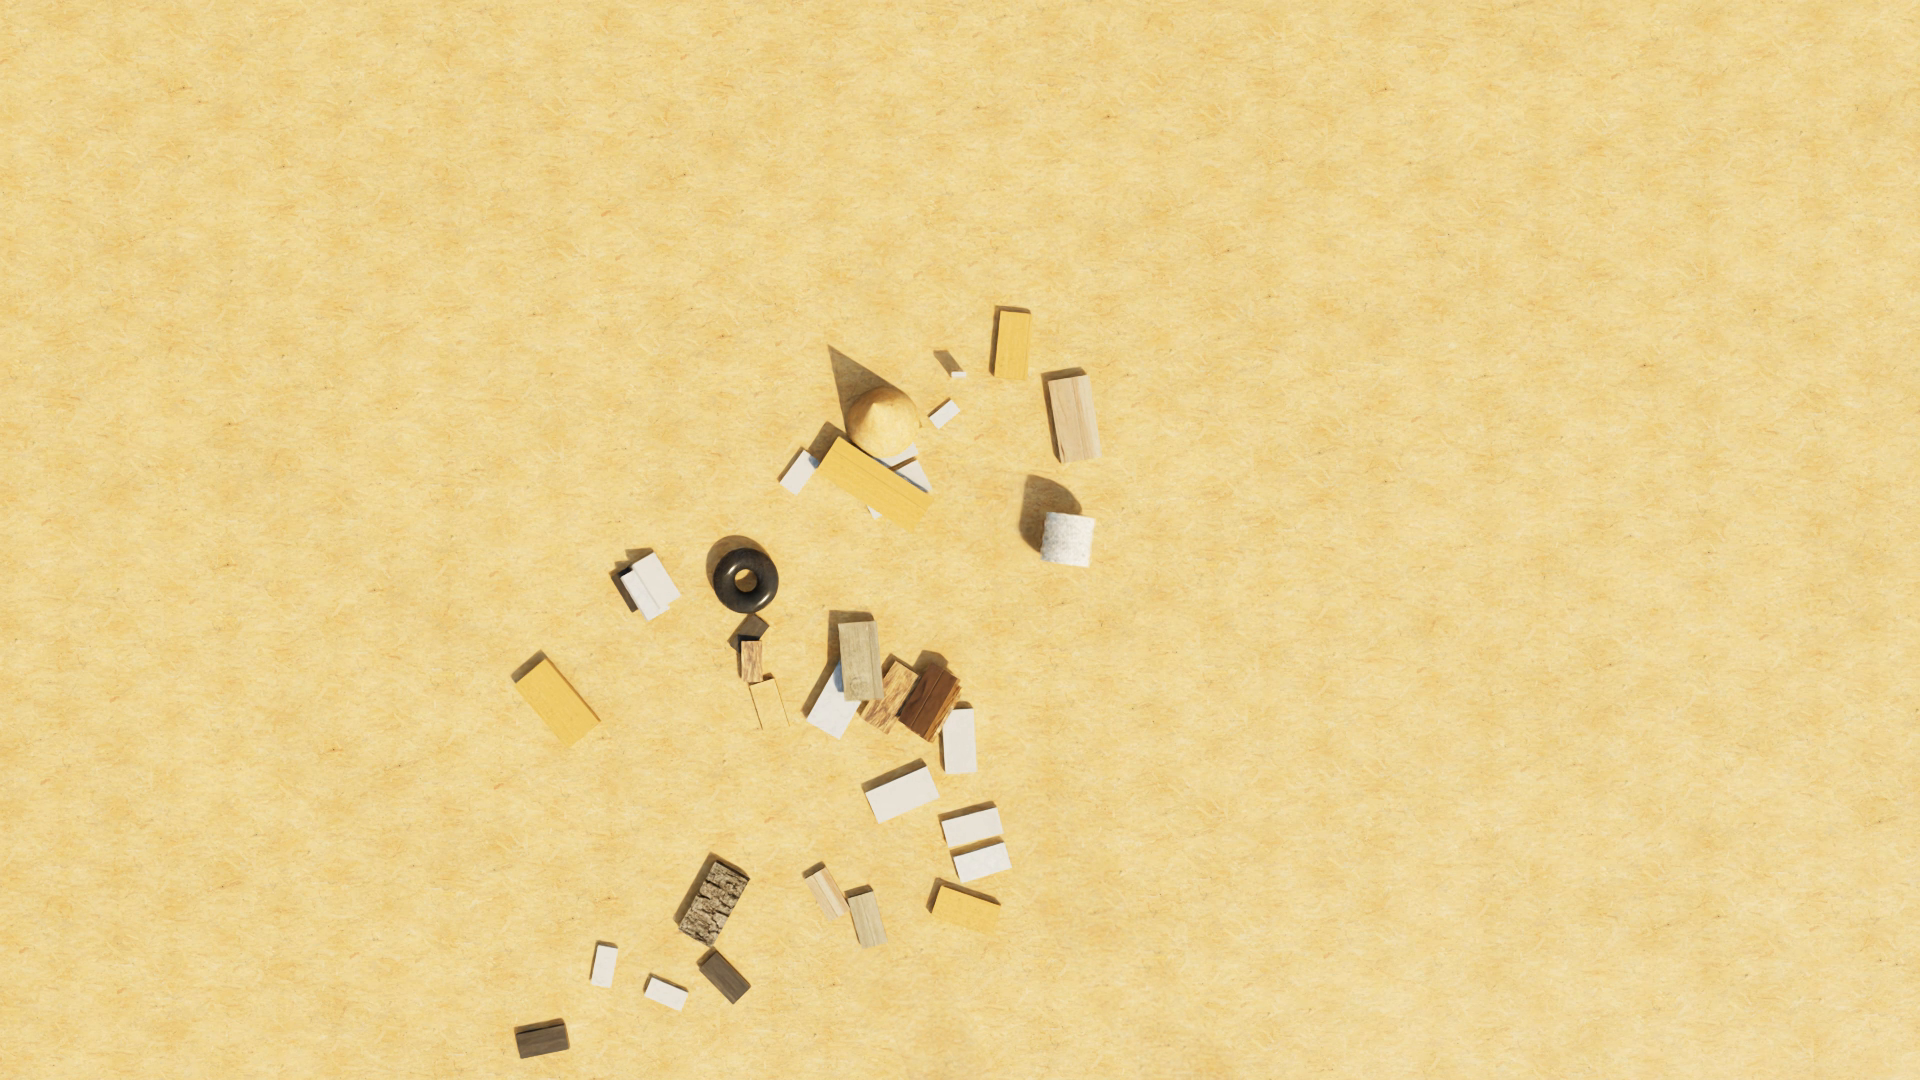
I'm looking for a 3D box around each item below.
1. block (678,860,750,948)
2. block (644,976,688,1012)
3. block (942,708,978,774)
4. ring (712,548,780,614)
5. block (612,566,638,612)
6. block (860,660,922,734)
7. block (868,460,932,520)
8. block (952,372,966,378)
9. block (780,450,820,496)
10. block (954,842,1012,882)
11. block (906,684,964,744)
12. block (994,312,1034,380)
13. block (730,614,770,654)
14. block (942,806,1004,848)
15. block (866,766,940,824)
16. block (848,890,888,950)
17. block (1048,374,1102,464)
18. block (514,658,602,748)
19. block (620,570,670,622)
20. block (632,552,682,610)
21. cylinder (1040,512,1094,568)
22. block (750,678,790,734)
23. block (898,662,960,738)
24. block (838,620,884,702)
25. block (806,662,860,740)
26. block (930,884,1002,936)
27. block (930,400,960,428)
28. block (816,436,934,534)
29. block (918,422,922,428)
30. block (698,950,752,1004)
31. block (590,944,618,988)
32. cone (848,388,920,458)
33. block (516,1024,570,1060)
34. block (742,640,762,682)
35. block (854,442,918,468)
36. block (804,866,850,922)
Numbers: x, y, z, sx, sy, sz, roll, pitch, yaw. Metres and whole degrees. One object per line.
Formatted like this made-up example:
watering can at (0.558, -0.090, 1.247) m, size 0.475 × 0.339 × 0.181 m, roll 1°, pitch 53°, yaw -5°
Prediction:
block at (-0.818, 1.210, 5.482) m, size 0.129 × 0.036 × 0.257 m, roll 29°, pitch 90°, yaw 0°
block at (-0.976, 1.511, 5.491) m, size 0.132 × 0.019 × 0.066 m, roll 23°, pitch 90°, yaw 0°
block at (-0.002, 0.668, 5.485) m, size 0.105 × 0.030 × 0.211 m, roll -3°, pitch 90°, yaw 0°
ring at (-0.709, 0.135, 5.464) m, size 0.221 × 0.074 × 0.221 m, roll 0°, pitch 91°, yaw 0°
block at (-1.097, 0.166, 5.490) m, size 0.069 × 0.020 × 0.138 m, roll -31°, pitch 90°, yaw 0°
block at (-0.227, 0.524, 5.484) m, size 0.111 × 0.031 × 0.222 m, roll 33°, pitch 90°, yaw 0°
block at (-0.213, -0.167, 5.485) m, size 0.219 × 0.031 × 0.109 m, roll -28°, pitch 90°, yaw 0°
block at (-0.003, -0.544, 5.451) m, size 0.049 × 0.097 × 0.014 m, roll 0°, pitch 90°, yaw 0°
block at (-0.532, -0.223, 5.490) m, size 0.069 × 0.020 × 0.138 m, roll 37°, pitch 90°, yaw 0°
block at (0.075, 1.072, 5.488) m, size 0.176 × 0.025 × 0.088 m, roll -17°, pitch 90°, yaw 0°
block at (-0.083, 0.556, 5.465) m, size 0.105 × 0.030 × 0.211 m, roll 31°, pitch 90°, yaw 24°
block at (0.179, -0.645, 5.485) m, size 0.109 × 0.031 × 0.219 m, roll 6°, pitch 90°, yaw 0°
block at (-0.700, 0.319, 5.491) m, size 0.066 × 0.019 × 0.132 m, roll 38°, pitch 90°, yaw 0°
block at (0.042, 0.954, 5.488) m, size 0.190 × 0.025 × 0.088 m, roll -15°, pitch 90°, yaw 0°
block at (-0.190, 0.846, 5.484) m, size 0.222 × 0.031 × 0.111 m, roll -24°, pitch 90°, yaw 0°
block at (-0.307, 1.263, 5.488) m, size 0.088 × 0.025 × 0.176 m, roll -16°, pitch 90°, yaw 0°
block at (0.382, -0.400, 5.480) m, size 0.138 × 0.039 × 0.275 m, roll -9°, pitch 90°, yaw 0°
block at (-1.337, 0.544, 5.480) m, size 0.138 × 0.039 × 0.275 m, roll -40°, pitch 90°, yaw 0°
block at (-1.044, 0.177, 5.470) m, size 0.085 × 0.024 × 0.170 m, roll -31°, pitch 90°, yaw -28°
block at (-1.007, 0.136, 5.470) m, size 0.085 × 0.024 × 0.170 m, roll -32°, pitch 90°, yaw -28°
cylinder at (0.352, -0.001, 5.420) m, size 0.160 × 0.160 × 0.160 m, roll 8°, pitch 90°, yaw 0°
block at (-0.633, 0.553, 5.488) m, size 0.085 × 0.024 × 0.170 m, roll -17°, pitch 90°, yaw 0°
block at (-0.101, 0.528, 5.444) m, size 0.111 × 0.031 × 0.222 m, roll 30°, pitch 90°, yaw 24°
block at (-0.328, 0.402, 5.446) m, size 0.129 × 0.036 × 0.257 m, roll -4°, pitch 78°, yaw -8°
block at (-0.391, 0.518, 5.482) m, size 0.129 × 0.036 × 0.257 m, roll 29°, pitch 90°, yaw 0°
block at (0.020, 1.231, 5.485) m, size 0.211 × 0.030 × 0.105 m, roll 19°, pitch 90°, yaw 0°
block at (-0.051, -0.418, 5.493) m, size 0.097 × 0.014 × 0.049 m, roll -39°, pitch 90°, yaw 0°
block at (-0.281, -0.180, 5.450) m, size 0.375 × 0.039 × 0.138 m, roll 33°, pitch 90°, yaw 0°
block at (-0.165, -0.412, 5.493) m, size 0.049 × 0.014 × 0.097 m, roll -23°, pitch 90°, yaw 0°
block at (-0.782, 1.457, 5.488) m, size 0.082 × 0.023 × 0.165 m, roll -45°, pitch 90°, yaw 0°
block at (-1.183, 1.418, 5.491) m, size 0.066 × 0.019 × 0.132 m, roll 11°, pitch 90°, yaw 0°
cone at (-0.265, -0.412, 5.357) m, size 0.242 × 0.242 × 0.242 m, roll -1°, pitch 80°, yaw 5°
block at (-1.387, 1.668, 5.488) m, size 0.165 × 0.023 × 0.082 m, roll -11°, pitch 90°, yaw 0°
block at (-0.691, 0.402, 5.476) m, size 0.069 × 0.020 × 0.138 m, roll -1°, pitch 97°, yaw -9°
block at (-0.275, -0.283, 5.485) m, size 0.256 × 0.031 × 0.109 m, roll -25°, pitch 90°, yaw 0°
block at (-0.440, 1.179, 5.488) m, size 0.082 × 0.023 × 0.165 m, roll -31°, pitch 90°, yaw 0°
